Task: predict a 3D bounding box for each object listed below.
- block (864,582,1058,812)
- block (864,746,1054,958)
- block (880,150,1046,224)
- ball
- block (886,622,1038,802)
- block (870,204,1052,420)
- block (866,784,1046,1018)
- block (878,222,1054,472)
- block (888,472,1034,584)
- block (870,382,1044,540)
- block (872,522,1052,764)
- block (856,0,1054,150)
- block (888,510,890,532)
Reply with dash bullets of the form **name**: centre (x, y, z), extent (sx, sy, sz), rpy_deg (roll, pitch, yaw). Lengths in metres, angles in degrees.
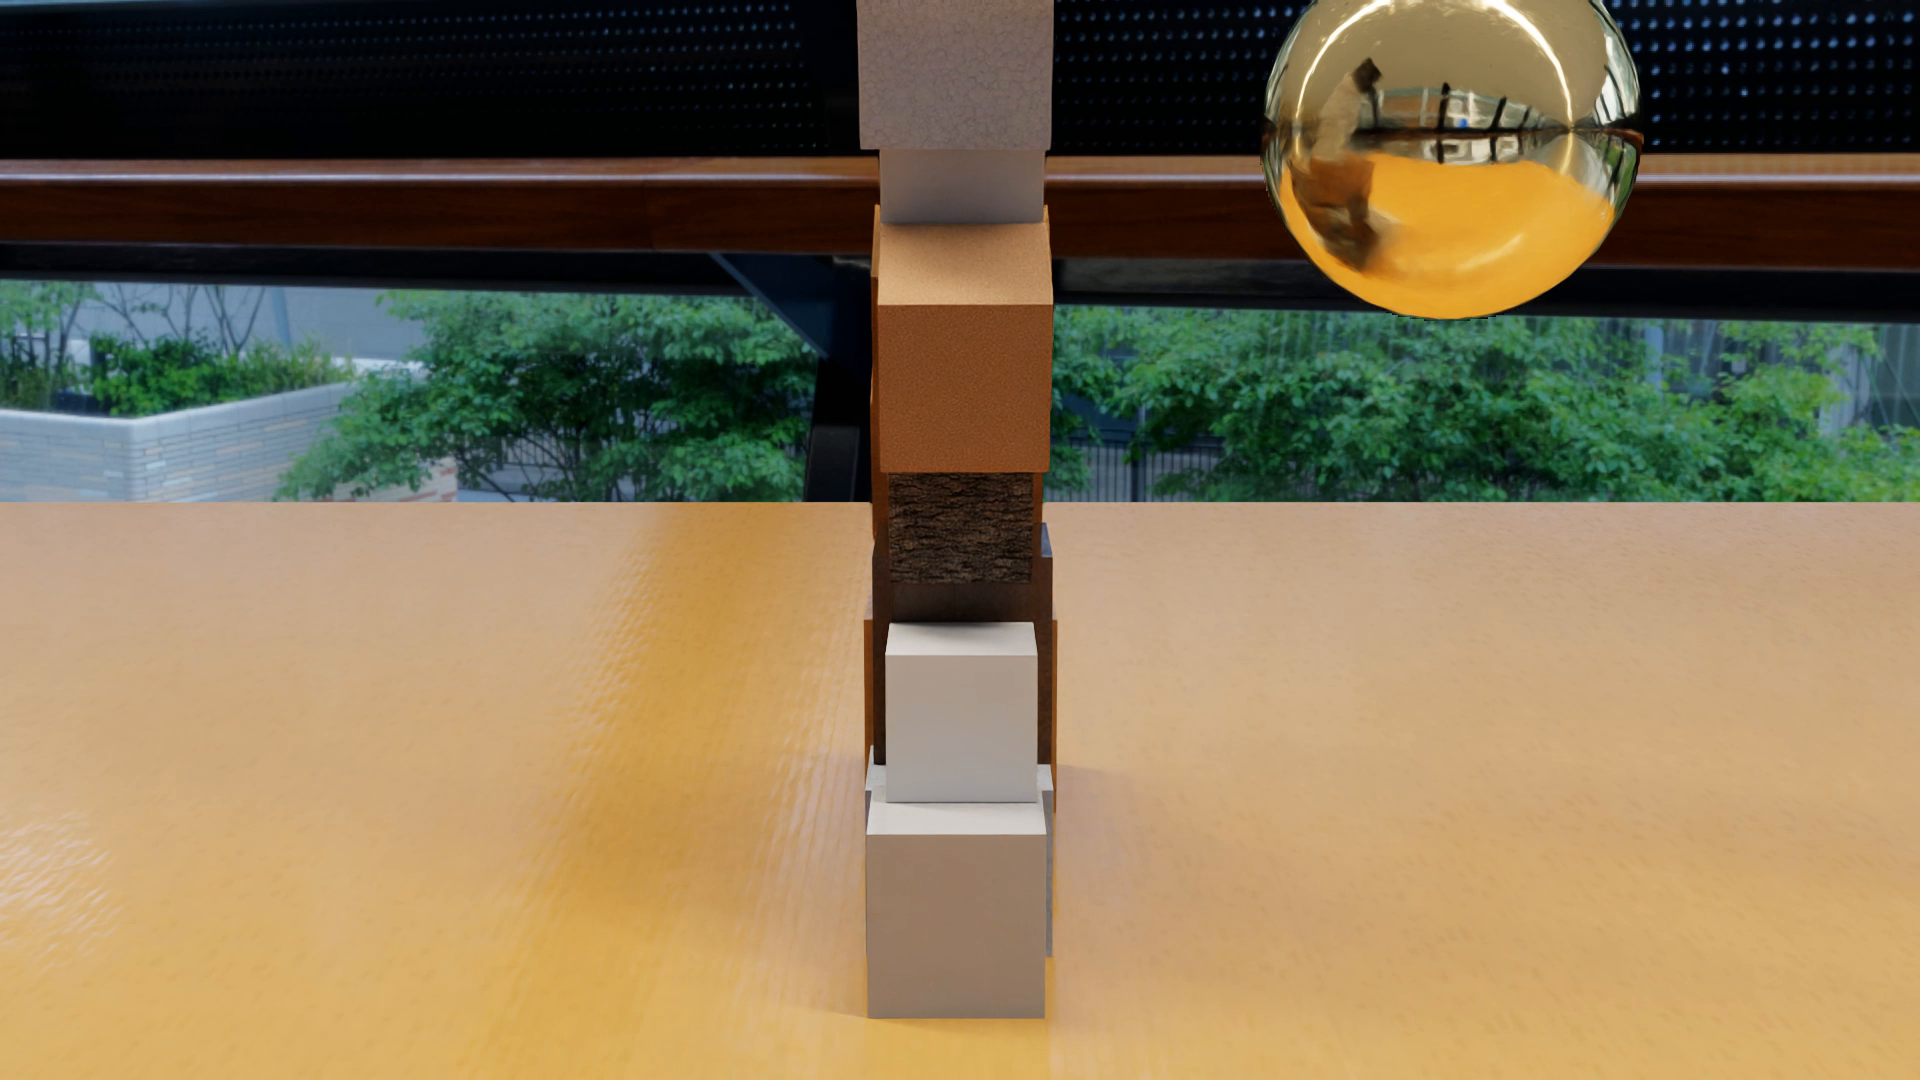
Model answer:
- **block**: centre (0.003, 0.764, 12.710), extent (0.920, 0.949, 0.903), rpy_deg (0, 10, 0)
- **block**: centre (-0.003, 1.275, 10.608), extent (0.750, 0.695, 0.695), rpy_deg (0, 10, 0)
- **block**: centre (0.010, -1.451, 10.274), extent (0.638, 0.566, 0.633), rpy_deg (0, 33, 0)
- **ball**: centre (2.074, -1.736, 10.865), extent (1.600, 1.600, 1.600), rpy_deg (0, 10, 0)
- **block**: centre (0.006, 0.675, 10.206), extent (0.584, 0.582, 0.648), rpy_deg (0, 9, 0)
- **block**: centre (0.006, -0.948, 10.618), extent (0.722, 0.652, 0.669), rpy_deg (0, 33, 0)
- **block**: centre (-0.013, 1.387, 9.924), extent (0.668, 0.720, 0.671), rpy_deg (0, 10, 0)
- **block**: centre (0.018, -0.749, 9.930), extent (0.650, 0.729, 0.665), rpy_deg (0, 34, 0)
- **block**: centre (0.004, -0.225, 10.335), extent (0.566, 0.594, 0.549), rpy_deg (0, 34, 0)
- **block**: centre (-0.013, -0.456, 11.616), extent (0.758, 0.705, 0.646), rpy_deg (0, 32, 0)
- **block**: centre (0.010, 0.424, 10.913), extent (0.735, 0.870, 0.822), rpy_deg (0, 10, 0)
- **block**: centre (-0.015, -1.985, 9.931), extent (0.730, 0.703, 0.725), rpy_deg (0, 33, 0)
- **block**: centre (-0.008, -0.403, 10.912), extent (0.582, 0.576, 0.602), rpy_deg (0, 32, 0)
